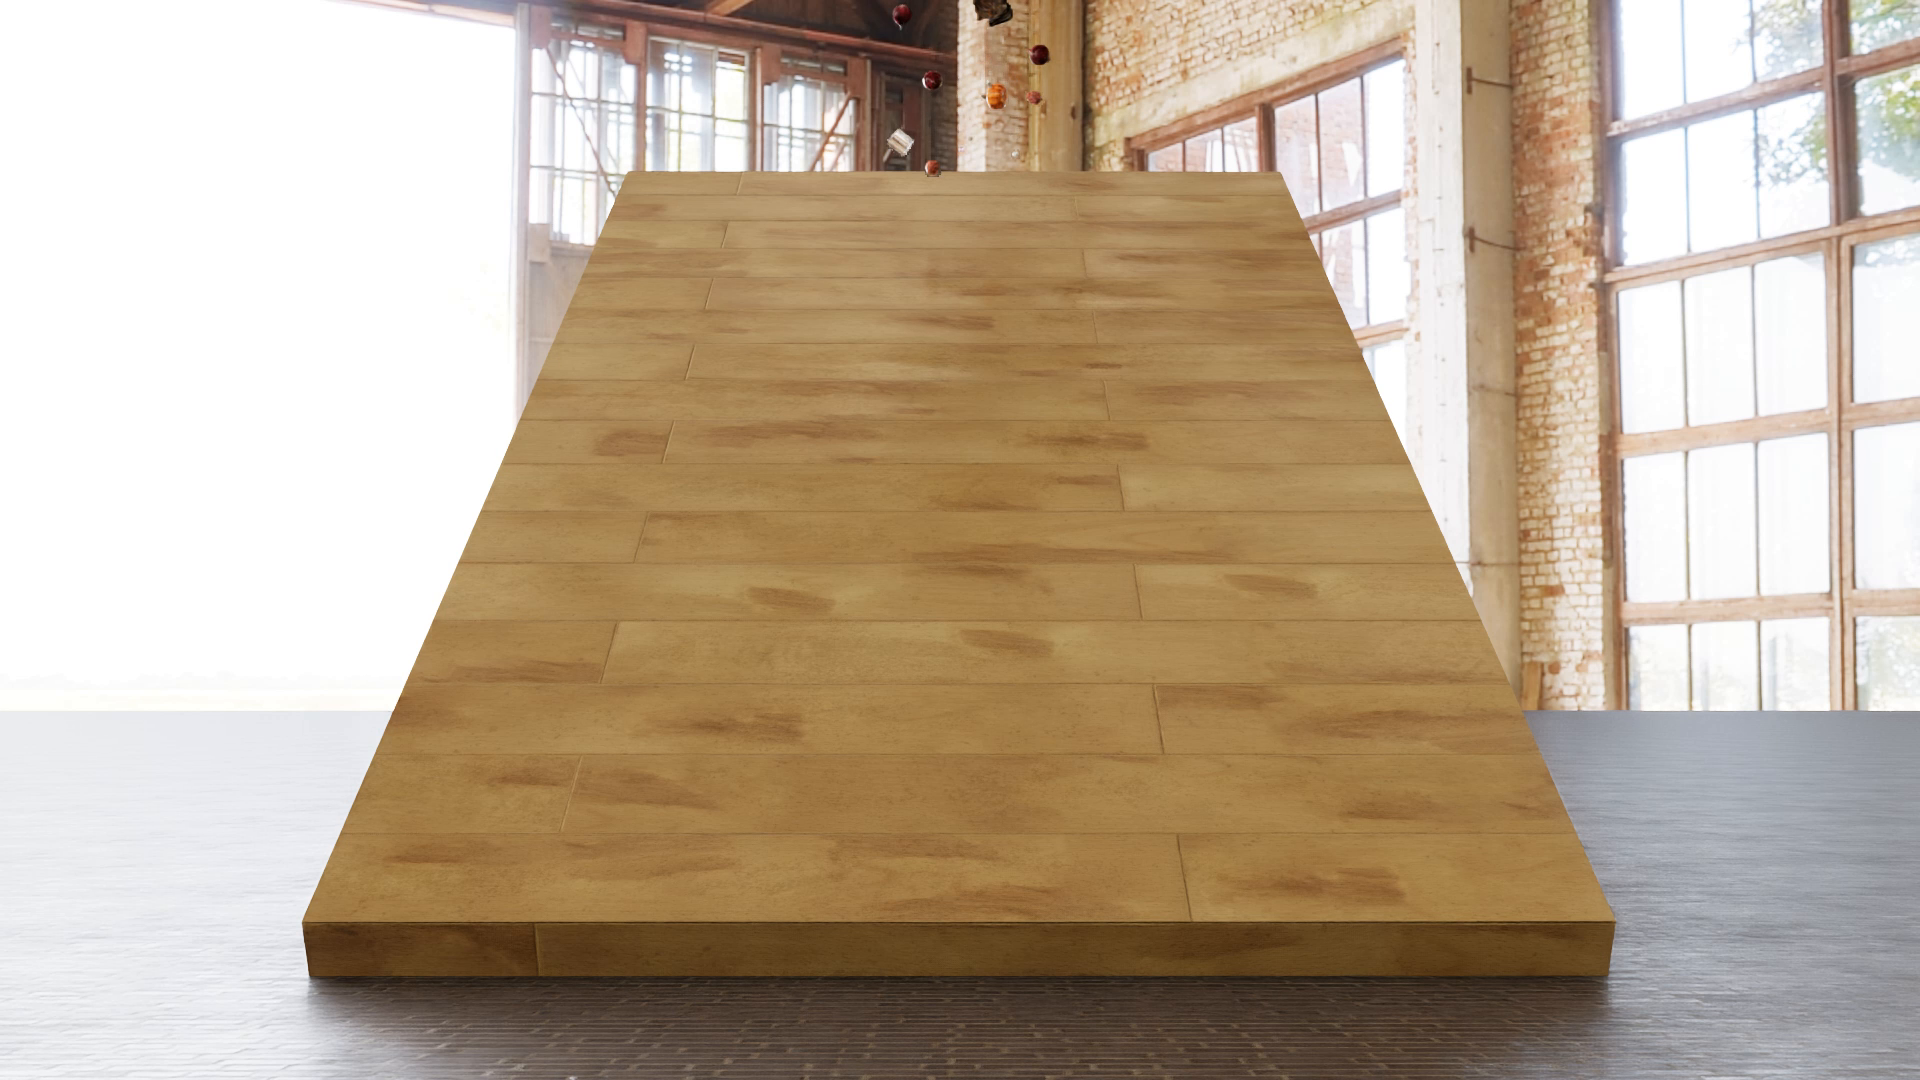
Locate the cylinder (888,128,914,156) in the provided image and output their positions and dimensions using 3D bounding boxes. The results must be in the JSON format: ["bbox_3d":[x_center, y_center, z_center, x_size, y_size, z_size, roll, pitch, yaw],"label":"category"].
[{"bbox_3d":[-0.178,-1.188,7.002,0.057,0.057,0.057,37,-5,-1],"label":"cylinder"}]

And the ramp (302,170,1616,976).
[{"bbox_3d":[-0.009,-0.229,5.398,2.000,0.100,4.000,0,25,0],"label":"ramp"}]

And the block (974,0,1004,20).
[{"bbox_3d":[0.086,-1.582,6.933,0.064,0.064,0.064,2,38,25],"label":"block"}]

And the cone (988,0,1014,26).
[{"bbox_3d":[0.104,-1.556,7.004,0.086,0.086,0.086,17,-36,13],"label":"cone"}]
